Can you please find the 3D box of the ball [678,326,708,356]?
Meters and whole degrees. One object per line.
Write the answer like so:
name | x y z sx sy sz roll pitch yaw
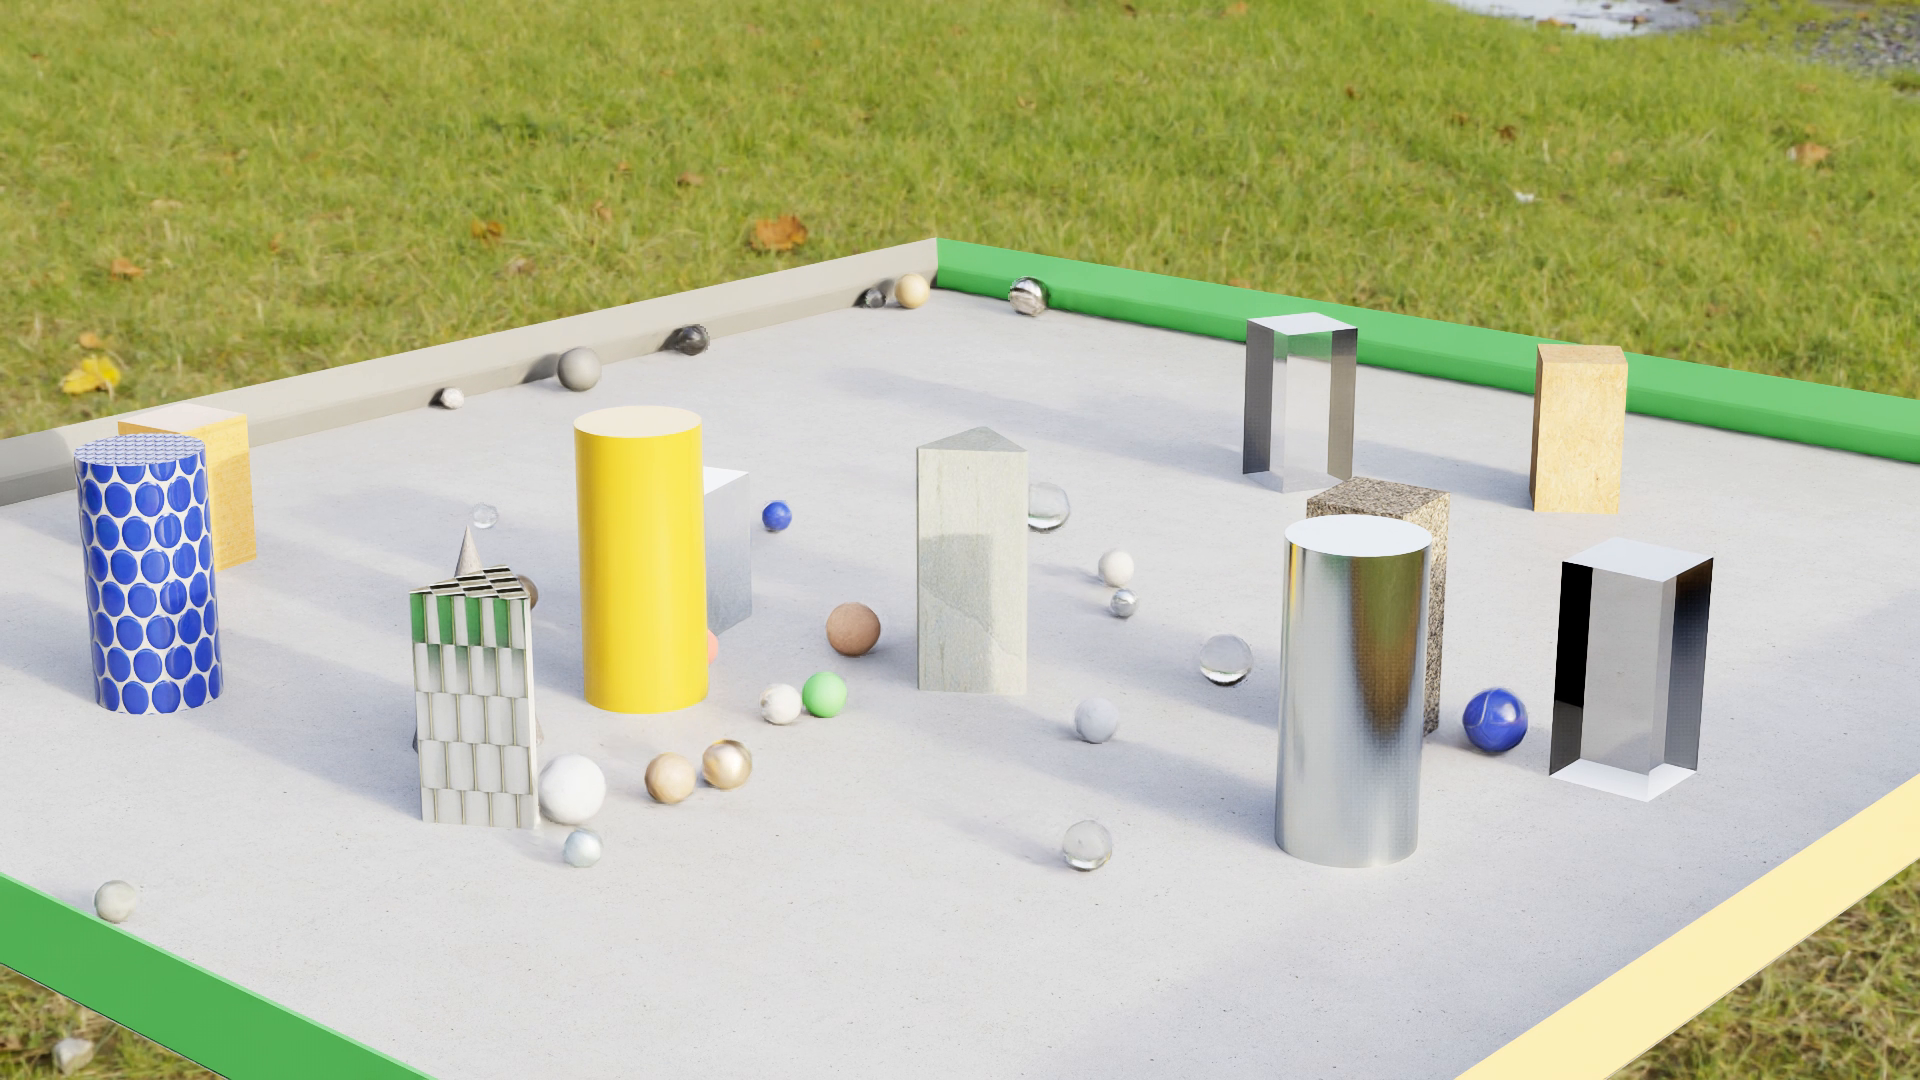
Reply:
ball | -0.627 -0.468 6.885 0.070 0.070 0.070 0 17 0

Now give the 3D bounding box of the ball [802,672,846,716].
ball | -0.210 0.238 4.539 0.070 0.070 0.070 0 17 0

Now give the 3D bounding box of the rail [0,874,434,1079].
rail | -1.255 0.449 3.736 3.529 0.128 0.045 14 22 39

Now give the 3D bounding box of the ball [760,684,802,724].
ball | -0.275 0.252 4.506 0.063 0.063 0.063 0 17 0

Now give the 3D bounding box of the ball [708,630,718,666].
ball | -0.426 0.174 4.752 0.070 0.070 0.070 0 17 0

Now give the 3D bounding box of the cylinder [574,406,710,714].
cylinder | -0.497 0.030 4.585 0.197 0.444 0.197 0 17 0

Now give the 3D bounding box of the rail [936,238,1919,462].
rail | 1.255 -0.385 6.504 3.529 0.128 0.045 14 22 39

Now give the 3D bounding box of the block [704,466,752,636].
block | -0.461 0.018 4.951 0.158 0.254 0.158 8 18 24

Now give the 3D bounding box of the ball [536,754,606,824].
ball | -0.547 0.350 4.122 0.097 0.097 0.097 0 17 0

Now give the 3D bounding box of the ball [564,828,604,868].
ball | -0.510 0.417 3.977 0.053 0.053 0.053 0 17 0

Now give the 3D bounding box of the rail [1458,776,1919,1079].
rail | 1.314 0.361 4.027 0.045 0.128 3.876 14 22 39

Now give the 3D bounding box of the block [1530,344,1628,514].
block | 1.191 -0.215 5.656 0.158 0.294 0.158 2 17 7

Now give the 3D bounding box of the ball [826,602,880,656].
ball | -0.176 0.146 4.813 0.089 0.089 0.089 0 17 0

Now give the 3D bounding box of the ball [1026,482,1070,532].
ball | 0.161 -0.061 5.492 0.094 0.094 0.094 0 17 0

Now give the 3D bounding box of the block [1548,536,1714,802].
block | 0.975 0.185 4.263 0.158 0.331 0.158 13 21 38

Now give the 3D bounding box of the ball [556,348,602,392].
ball | -0.849 -0.379 6.538 0.099 0.099 0.099 0 17 0

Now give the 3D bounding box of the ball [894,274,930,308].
ball | -0.122 -0.626 7.377 0.089 0.089 0.089 0 17 0

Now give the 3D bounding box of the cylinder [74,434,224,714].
cylinder | -1.268 0.051 4.588 0.197 0.400 0.197 0 17 0

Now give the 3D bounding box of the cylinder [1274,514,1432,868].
cylinder | 0.535 0.205 4.005 0.197 0.442 0.197 0 17 0

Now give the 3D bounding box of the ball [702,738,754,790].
ball | -0.337 0.324 4.247 0.075 0.075 0.075 0 17 0

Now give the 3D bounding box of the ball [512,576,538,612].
ball | -0.756 0.094 5.023 0.067 0.067 0.067 0 17 0

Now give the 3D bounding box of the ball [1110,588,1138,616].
ball | 0.281 0.107 5.013 0.048 0.048 0.048 0 17 0

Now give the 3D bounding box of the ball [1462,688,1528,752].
ball | 0.802 0.270 4.388 0.097 0.097 0.097 0 17 0

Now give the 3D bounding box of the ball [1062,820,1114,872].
ball | 0.173 0.413 3.962 0.069 0.069 0.069 0 17 0

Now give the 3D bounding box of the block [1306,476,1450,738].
block | 0.624 0.114 4.423 0.158 0.376 0.158 11 20 33

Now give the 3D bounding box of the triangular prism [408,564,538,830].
triangular prism | -0.662 0.218 4.143 0.171 0.339 0.148 3 17 10

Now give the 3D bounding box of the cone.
cone | -0.730 0.139 4.393 0.197 0.344 0.197 0 17 0

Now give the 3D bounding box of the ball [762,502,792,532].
ball | -0.343 -0.044 5.501 0.057 0.057 0.057 0 17 0

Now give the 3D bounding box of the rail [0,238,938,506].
rail | -1.314 -0.297 6.213 0.045 0.128 3.876 14 22 39

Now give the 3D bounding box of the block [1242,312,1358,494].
block | 0.672 -0.273 5.807 0.158 0.318 0.158 -8 18 -24

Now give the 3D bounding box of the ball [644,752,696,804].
ball | -0.415 0.341 4.195 0.073 0.073 0.073 0 17 0

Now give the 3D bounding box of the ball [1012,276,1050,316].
ball | 0.175 -0.608 7.303 0.096 0.096 0.096 0 17 0

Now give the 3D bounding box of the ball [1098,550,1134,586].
ball | 0.275 0.050 5.174 0.065 0.065 0.065 0 17 0

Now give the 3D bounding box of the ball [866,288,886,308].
ball | -0.212 -0.607 7.378 0.052 0.052 0.052 0 17 0

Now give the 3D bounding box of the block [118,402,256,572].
block | -1.390 -0.089 5.278 0.158 0.271 0.158 10 20 31

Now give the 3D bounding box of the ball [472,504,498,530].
ball | -0.892 -0.043 5.510 0.049 0.049 0.049 0 17 0

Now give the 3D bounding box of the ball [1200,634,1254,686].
ball | 0.424 0.192 4.669 0.085 0.085 0.085 0 17 0

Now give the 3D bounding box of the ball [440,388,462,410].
ball | -1.109 -0.308 6.395 0.046 0.046 0.046 0 17 0

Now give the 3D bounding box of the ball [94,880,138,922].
ball | -1.096 0.468 3.805 0.054 0.054 0.054 0 17 0

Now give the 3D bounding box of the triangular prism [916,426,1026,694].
triangular prism | 0.027 0.030 4.664 0.171 0.398 0.148 2 17 7

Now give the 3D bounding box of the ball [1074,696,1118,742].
ball | 0.205 0.271 4.434 0.068 0.068 0.068 0 17 0
